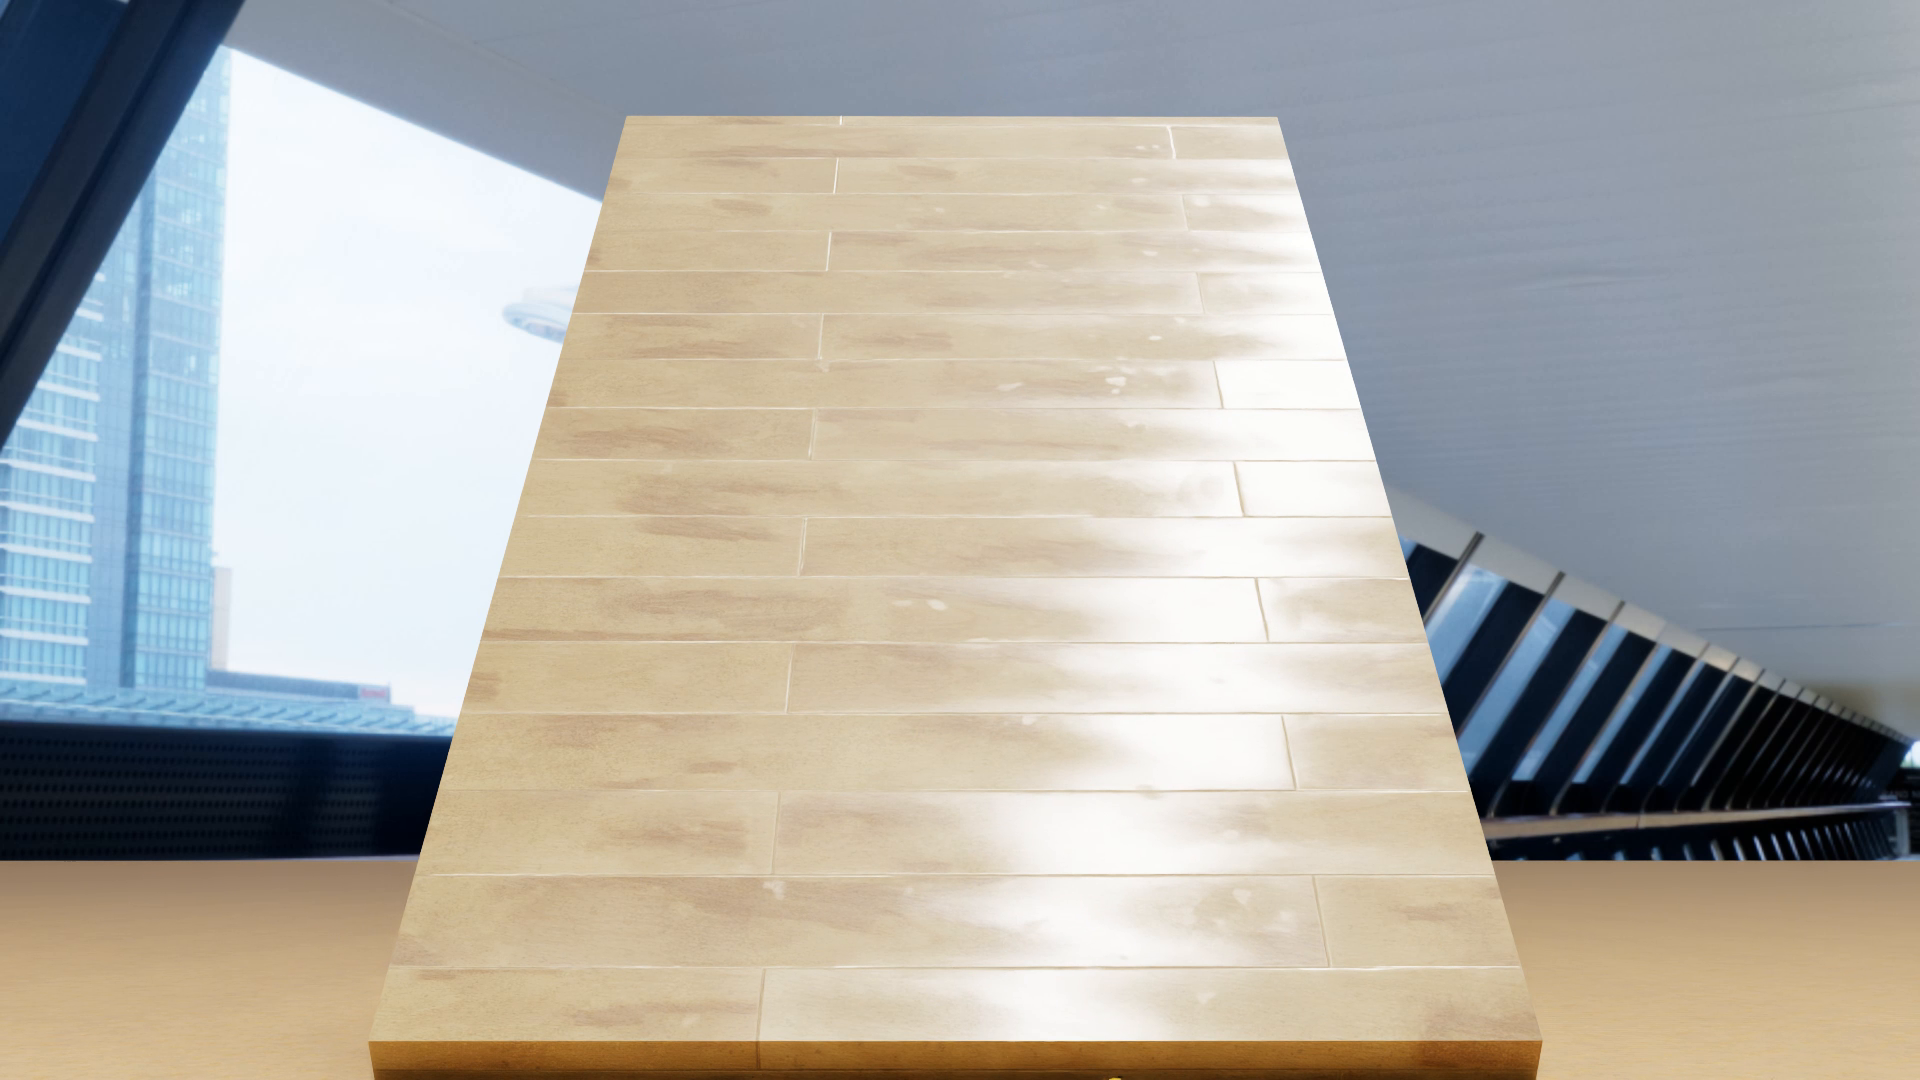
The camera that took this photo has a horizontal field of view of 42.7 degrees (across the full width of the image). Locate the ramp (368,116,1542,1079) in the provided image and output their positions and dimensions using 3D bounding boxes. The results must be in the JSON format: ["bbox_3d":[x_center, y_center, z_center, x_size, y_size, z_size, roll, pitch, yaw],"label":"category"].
[{"bbox_3d":[-0.015,-0.183,5.890,2.000,0.100,4.000,0,33,0],"label":"ramp"}]
